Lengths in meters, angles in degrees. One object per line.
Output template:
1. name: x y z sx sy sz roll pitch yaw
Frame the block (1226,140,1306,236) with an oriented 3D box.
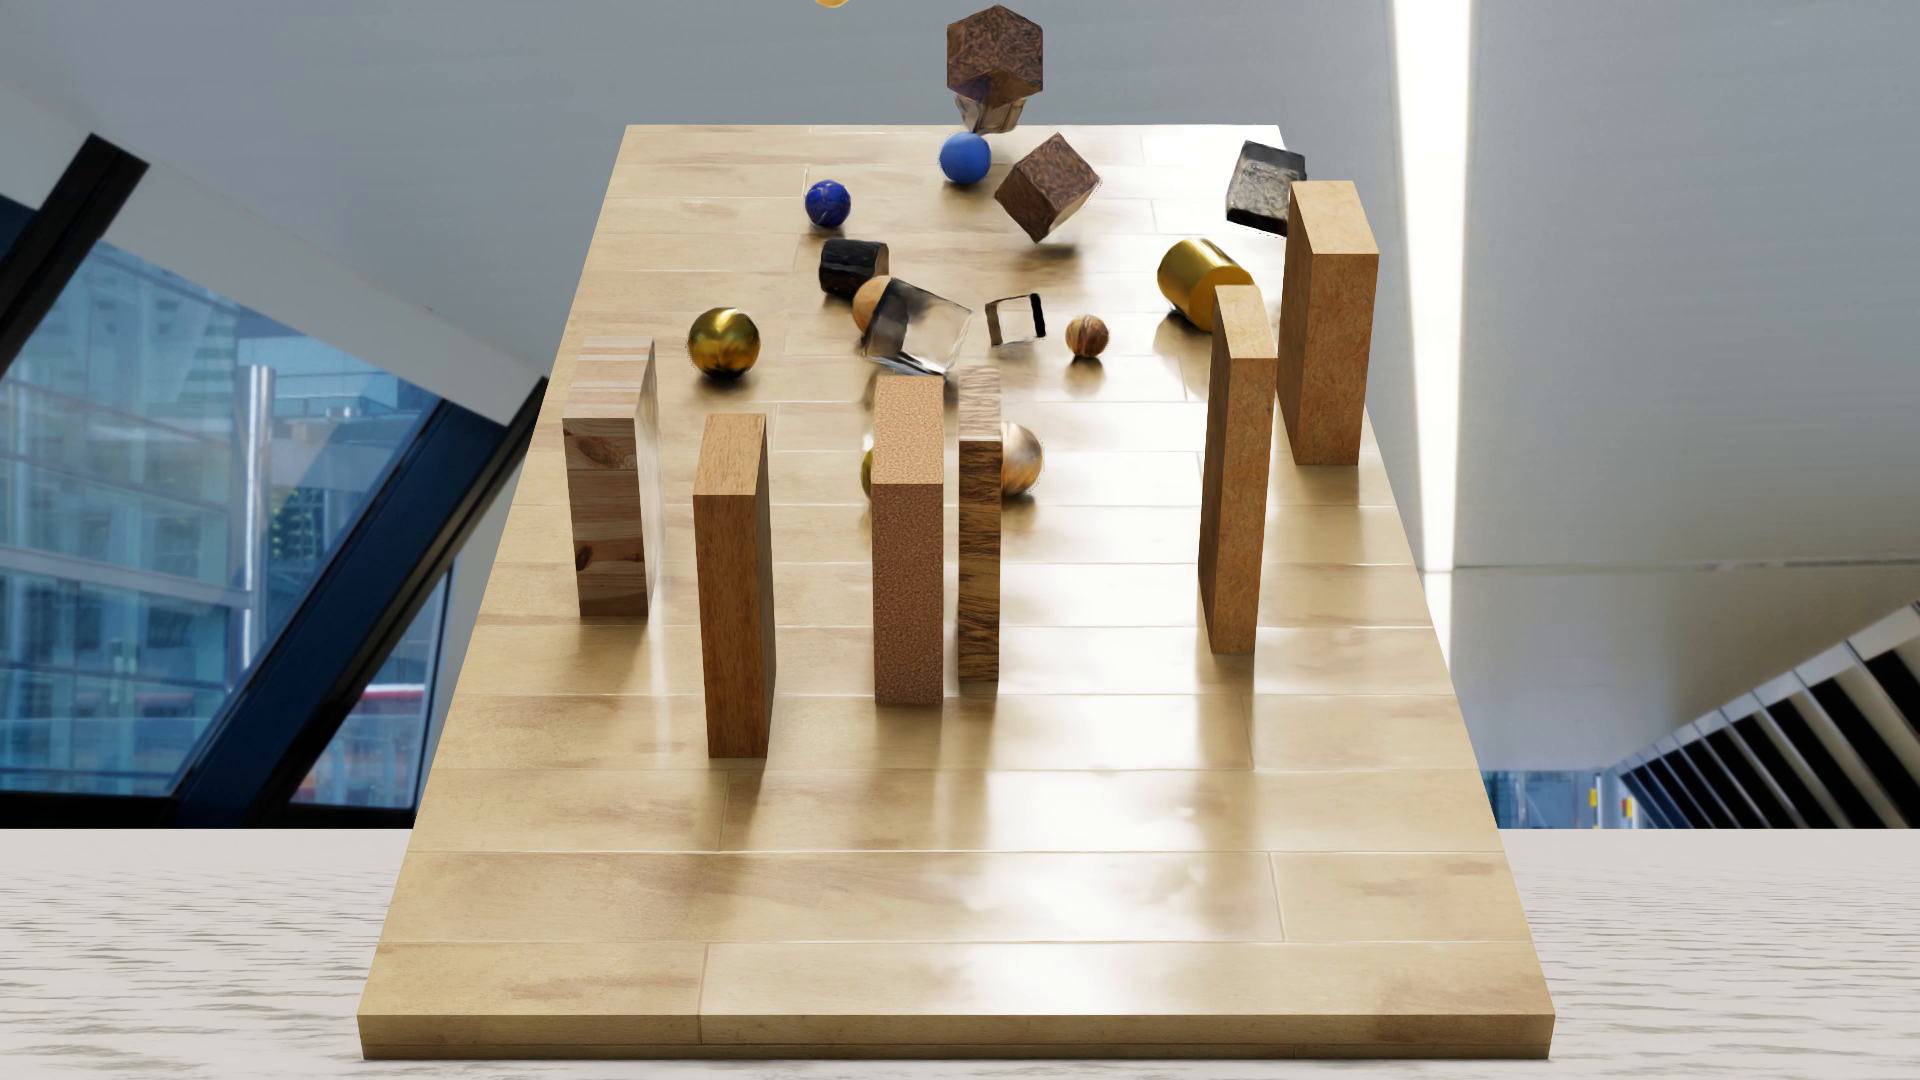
1. block: 0.815 -0.939 6.490 0.168 0.168 0.168 15 33 -3

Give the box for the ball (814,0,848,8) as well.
1. ball: -0.367 -1.595 6.957 0.143 0.143 0.143 0 -7 0

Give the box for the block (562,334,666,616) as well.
1. block: -0.724 -0.138 5.134 0.144 0.472 0.373 0 31 0

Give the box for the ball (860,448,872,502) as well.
1. ball: -0.139 -0.145 5.440 0.172 0.172 0.172 0 -7 0

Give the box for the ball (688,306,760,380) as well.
1. ball: -0.581 -0.485 5.992 0.179 0.179 0.179 0 -7 0

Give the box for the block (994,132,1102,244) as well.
1. block: 0.239 -0.967 6.683 0.179 0.179 0.179 -41 -4 -28

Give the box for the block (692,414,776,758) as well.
1. block: -0.426 0.089 4.652 0.112 0.584 0.310 0 31 0

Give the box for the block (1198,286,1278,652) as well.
1. block: 0.560 -0.142 4.951 0.090 0.676 0.324 0 31 0

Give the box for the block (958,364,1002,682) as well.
1. block: 0.037 -0.034 4.888 0.082 0.552 0.318 0 31 0

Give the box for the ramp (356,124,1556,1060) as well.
1. ramp: -0.014 -0.200 5.794 2.000 0.100 4.000 0 31 0

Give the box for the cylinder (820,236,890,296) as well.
1. cylinder: -0.278 -0.718 6.408 0.147 0.147 0.147 8 -5 12

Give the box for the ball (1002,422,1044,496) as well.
1. ball: 0.107 -0.184 5.511 0.165 0.165 0.165 0 -7 0

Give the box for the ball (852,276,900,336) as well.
1. ball: -0.190 -0.587 6.175 0.168 0.168 0.168 0 -7 0

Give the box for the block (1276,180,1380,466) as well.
1. block: 0.853 -0.511 5.699 0.147 0.537 0.413 0 31 0

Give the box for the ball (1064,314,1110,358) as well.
1. ball: 0.319 -0.511 6.108 0.111 0.111 0.111 0 -7 0

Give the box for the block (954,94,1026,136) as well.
1. block: 0.090 -1.313 7.261 0.142 0.142 0.142 -9 -29 -23

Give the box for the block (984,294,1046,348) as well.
1. block: 0.140 -0.554 6.139 0.110 0.110 0.110 -11 2 -18

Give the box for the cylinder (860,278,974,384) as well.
1. cylinder: -0.105 -0.505 5.946 0.210 0.210 0.210 23 -6 3

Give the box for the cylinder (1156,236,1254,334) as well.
1. cylinder: 0.634 -0.658 6.278 0.190 0.190 0.190 3 27 -26

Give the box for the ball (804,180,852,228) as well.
1. ball: -0.368 -0.937 6.788 0.133 0.133 0.133 0 -7 0

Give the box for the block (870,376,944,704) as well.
1. block: -0.101 -0.004 4.887 0.136 0.502 0.439 0 31 0

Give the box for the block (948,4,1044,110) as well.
1. block: 0.102 -1.372 6.917 0.194 0.194 0.194 -13 -20 40

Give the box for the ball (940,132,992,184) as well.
1. ball: 0.016 -1.108 7.055 0.151 0.151 0.151 0 -7 0
